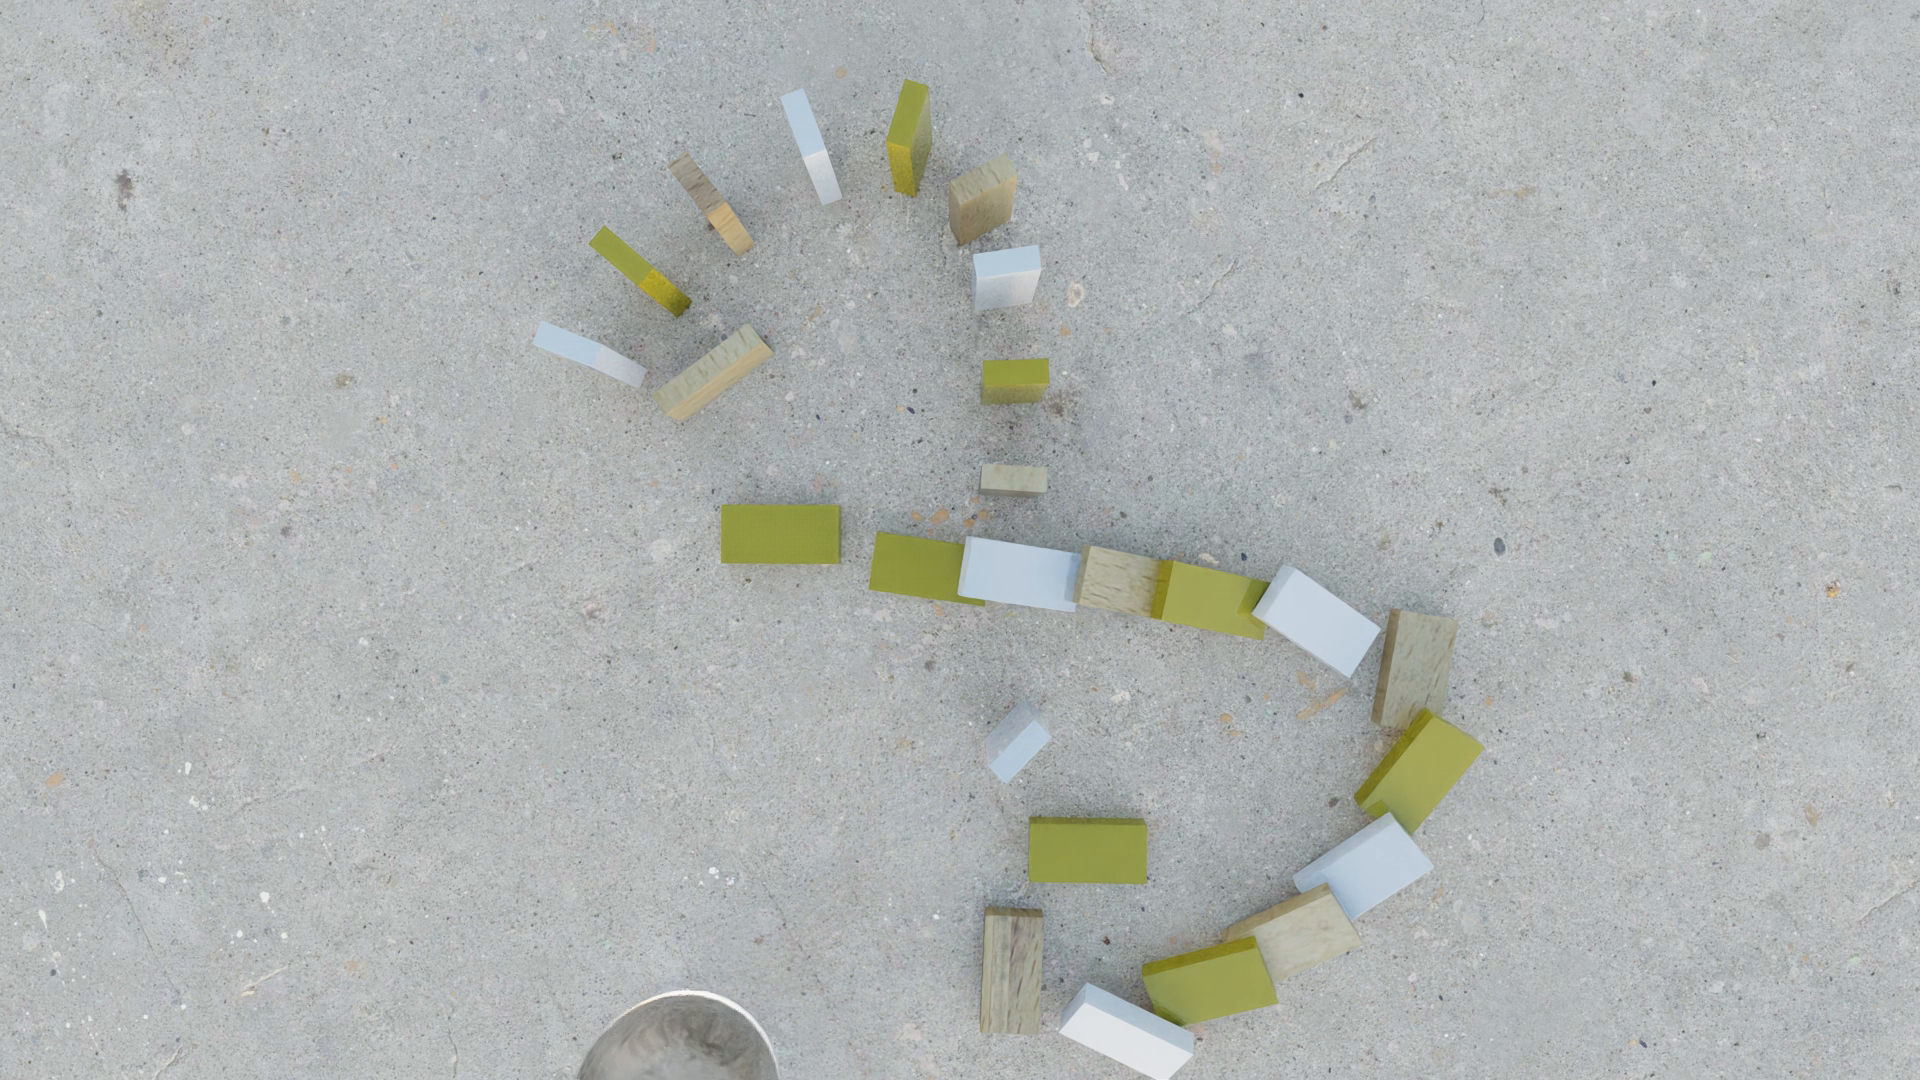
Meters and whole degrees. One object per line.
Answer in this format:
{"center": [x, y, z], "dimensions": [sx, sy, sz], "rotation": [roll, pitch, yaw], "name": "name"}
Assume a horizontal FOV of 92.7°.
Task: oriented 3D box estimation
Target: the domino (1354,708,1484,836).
{"center": [0.194, 0.099, 0.389], "dimensions": [0.025, 0.009, 0.050], "rotation": [31, 105, 0], "name": "domino"}

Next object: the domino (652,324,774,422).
{"center": [-0.104, -0.070, 0.388], "dimensions": [0.050, 0.025, 0.009], "rotation": [-37, 90, 0], "name": "domino"}

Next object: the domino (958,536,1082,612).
{"center": [0.026, 0.015, 0.389], "dimensions": [0.050, 0.010, 0.025], "rotation": [9, 90, -15], "name": "domino"}

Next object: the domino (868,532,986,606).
{"center": [-0.013, 0.012, 0.395], "dimensions": [0.050, 0.010, 0.025], "rotation": [8, 90, 0], "name": "domino"}

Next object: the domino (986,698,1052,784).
{"center": [0.023, 0.081, 0.375], "dimensions": [0.009, 0.050, 0.025], "rotation": [44, 90, 0], "name": "domino"}

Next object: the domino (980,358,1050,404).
{"center": [0.022, -0.064, 0.375], "dimensions": [0.025, 0.050, 0.009], "rotation": [-2, 90, 0], "name": "domino"}

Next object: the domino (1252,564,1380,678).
{"center": [0.152, 0.035, 0.390], "dimensions": [0.050, 0.010, 0.025], "rotation": [33, 90, -14], "name": "domino"}

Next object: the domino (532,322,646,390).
{"center": [-0.150, -0.075, 0.375], "dimensions": [0.025, 0.050, 0.010], "rotation": [21, 90, 0], "name": "domino"}

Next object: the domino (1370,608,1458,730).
{"center": [0.196, 0.057, 0.395], "dimensions": [0.025, 0.010, 0.050], "rotation": [10, 90, 0], "name": "domino"}

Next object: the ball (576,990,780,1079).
{"center": [-0.111, 0.221, 0.360], "dimensions": [0.080, 0.080, 0.080], "rotation": [0, 90, 0], "name": "ball"}

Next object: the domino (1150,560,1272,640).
{"center": [0.107, 0.025, 0.388], "dimensions": [0.050, 0.010, 0.025], "rotation": [12, 90, -17], "name": "domino"}

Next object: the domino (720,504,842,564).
{"center": [-0.077, -0.002, 0.395], "dimensions": [0.050, 0.009, 0.025], "rotation": [0, 90, 0], "name": "domino"}

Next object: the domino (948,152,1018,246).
{"center": [0.009, -0.138, 0.375], "dimensions": [0.025, 0.050, 0.010], "rotation": [-28, 90, 0], "name": "domino"}

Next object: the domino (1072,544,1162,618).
{"center": [0.075, 0.019, 0.391], "dimensions": [0.050, 0.009, 0.025], "rotation": [11, 90, -11], "name": "domino"}

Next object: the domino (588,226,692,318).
{"center": [-0.129, -0.109, 0.375], "dimensions": [0.025, 0.050, 0.010], "rotation": [40, 90, 0], "name": "domino"}

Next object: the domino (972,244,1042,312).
{"center": [0.018, -0.106, 0.375], "dimensions": [0.025, 0.050, 0.009], "rotation": [-8, 90, 0], "name": "domino"}

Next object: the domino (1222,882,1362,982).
{"center": [0.140, 0.169, 0.389], "dimensions": [0.050, 0.010, 0.025], "rotation": [-32, 90, 14], "name": "domino"}

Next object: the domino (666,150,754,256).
{"center": [-0.101, -0.136, 0.375], "dimensions": [0.009, 0.050, 0.025], "rotation": [-38, 90, 0], "name": "domino"}

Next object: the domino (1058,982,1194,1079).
{"center": [0.070, 0.210, 0.390], "dimensions": [0.050, 0.010, 0.025], "rotation": [26, 121, 0], "name": "domino"}

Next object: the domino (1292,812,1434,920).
{"center": [0.171, 0.141, 0.390], "dimensions": [0.050, 0.009, 0.025], "rotation": [-40, 90, 12], "name": "domino"}

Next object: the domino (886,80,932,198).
{"center": [-0.020, -0.163, 0.375], "dimensions": [0.009, 0.050, 0.025], "rotation": [17, 90, 0], "name": "domino"}

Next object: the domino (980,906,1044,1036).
{"center": [0.022, 0.186, 0.395], "dimensions": [0.025, 0.009, 0.050], "rotation": [3, 90, 0], "name": "domino"}

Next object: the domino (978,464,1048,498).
{"center": [0.021, -0.024, 0.375], "dimensions": [0.025, 0.050, 0.010], "rotation": [4, 90, 0], "name": "domino"}

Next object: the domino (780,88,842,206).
{"center": [-0.060, -0.159, 0.375], "dimensions": [0.009, 0.050, 0.025], "rotation": [-20, 90, 0], "name": "domino"}

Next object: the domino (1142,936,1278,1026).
{"center": [0.106, 0.188, 0.389], "dimensions": [0.050, 0.010, 0.025], "rotation": [-21, 91, 14], "name": "domino"}

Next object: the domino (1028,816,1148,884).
{"center": [0.055, 0.134, 0.395], "dimensions": [0.050, 0.010, 0.025], "rotation": [1, 90, 0], "name": "domino"}
